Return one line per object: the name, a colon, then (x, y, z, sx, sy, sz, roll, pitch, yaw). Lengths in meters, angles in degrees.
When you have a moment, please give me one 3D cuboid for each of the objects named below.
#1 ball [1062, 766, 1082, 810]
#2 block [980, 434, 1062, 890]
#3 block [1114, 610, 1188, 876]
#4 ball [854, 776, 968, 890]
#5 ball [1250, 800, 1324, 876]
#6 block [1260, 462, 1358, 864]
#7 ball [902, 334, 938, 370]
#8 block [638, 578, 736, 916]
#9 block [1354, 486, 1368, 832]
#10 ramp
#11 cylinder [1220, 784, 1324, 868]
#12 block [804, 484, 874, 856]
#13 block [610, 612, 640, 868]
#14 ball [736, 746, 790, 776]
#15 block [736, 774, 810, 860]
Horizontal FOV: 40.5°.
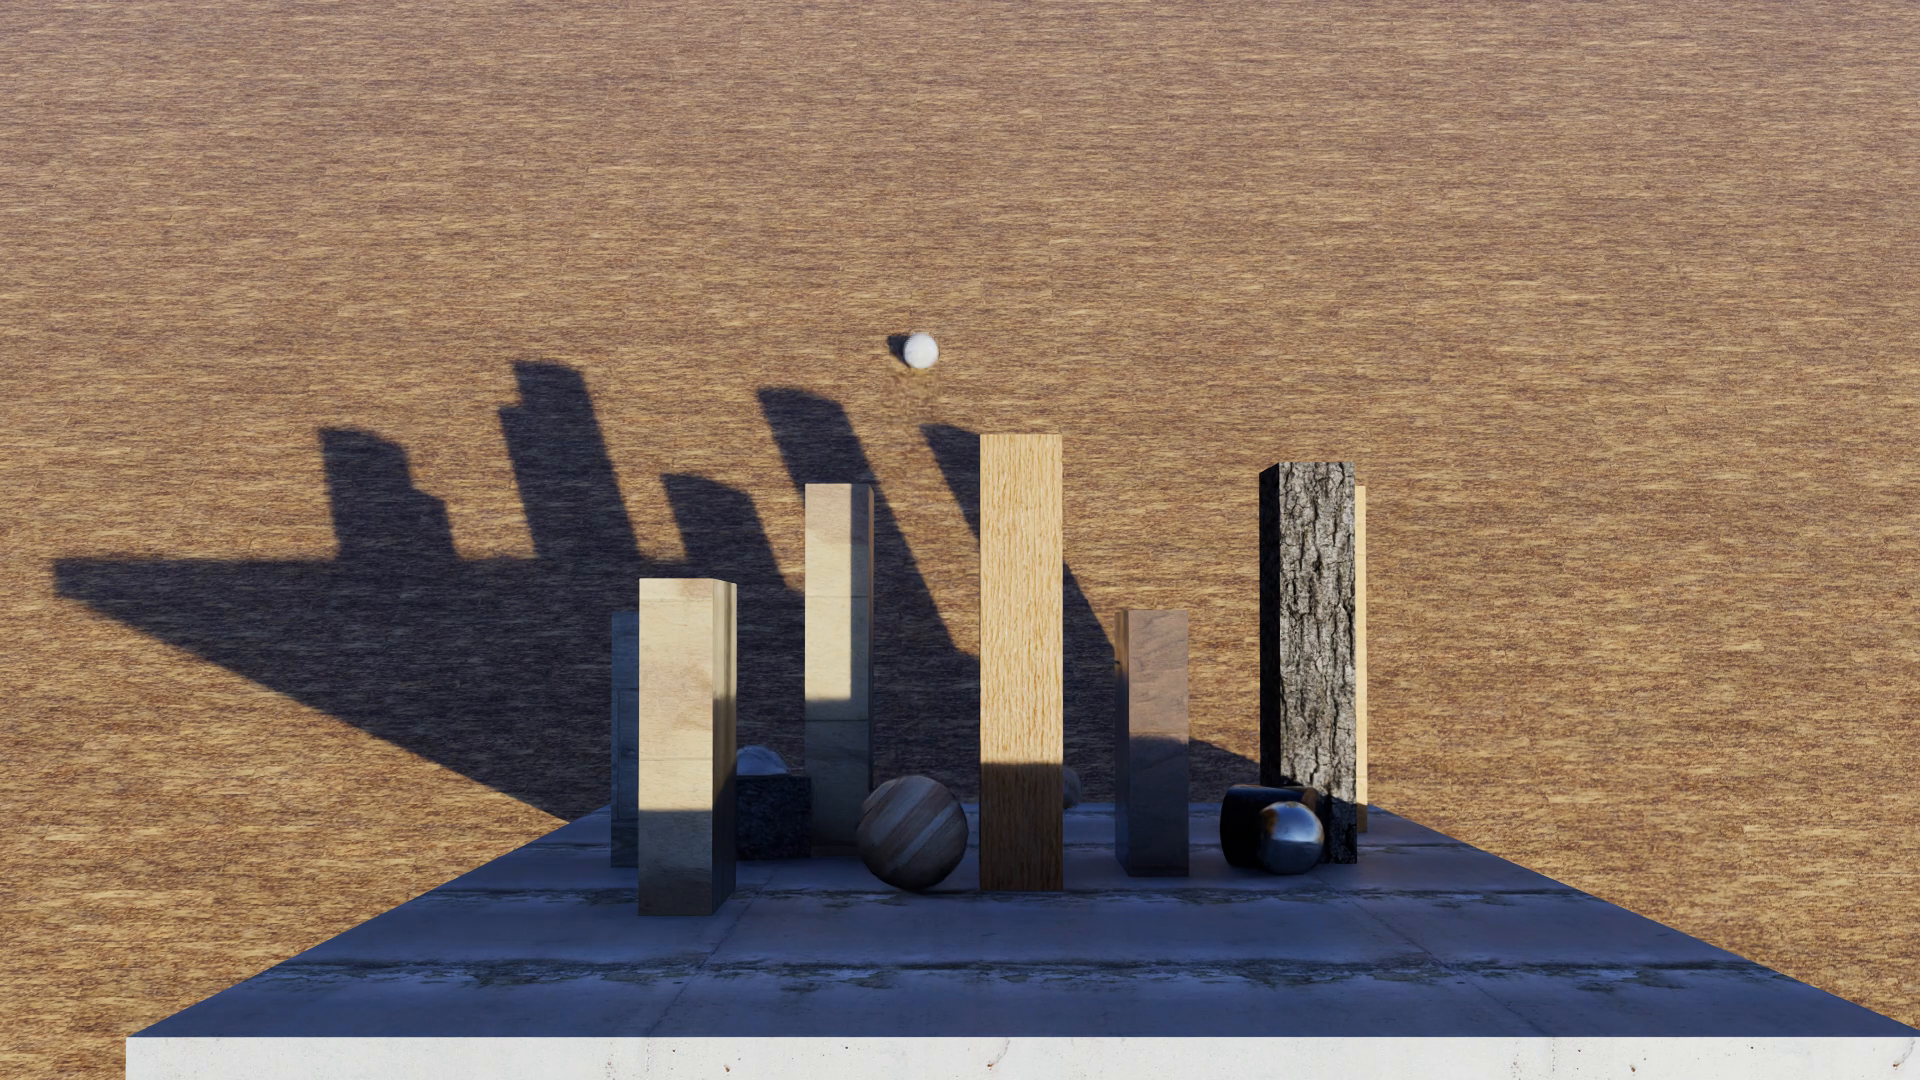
ball: (0.249, 0.626, 6.553, 0.114, 0.114, 0.114, 0, 36, 0)
block: (0.107, 0.217, 4.652, 0.143, 0.794, 0.252, 0, -2, 0)
block: (0.366, 0.382, 4.997, 0.109, 0.490, 0.435, 0, -2, 0)
ball: (-0.084, 0.511, 4.540, 0.198, 0.198, 0.198, 0, 36, 0)
ball: (0.605, 0.551, 4.810, 0.137, 0.137, 0.137, 0, 36, 0)
block: (0.698, 0.244, 5.235, 0.147, 0.781, 0.346, 0, -2, 0)
ball: (-0.132, -0.635, 8.748, 0.119, 0.119, 0.119, 0, 36, 0)
block: (-0.451, 0.336, 4.341, 0.116, 0.534, 0.441, 0, -2, 0)
block: (0.868, 0.275, 6.054, 0.095, 0.780, 0.401, 0, -2, 0)
ramp: (0.079, 0.672, 4.868, 2.000, 0.100, 4.000, 0, -2, 0)
cylinder: (0.599, 0.548, 4.977, 0.155, 0.155, 0.155, -1, 32, 27)
block: (-0.248, 0.266, 5.386, 0.127, 0.748, 0.322, 0, -2, 0)
block: (-0.627, 0.388, 5.150, 0.080, 0.489, 0.352, 0, -2, 0)
ball: (-0.496, 0.585, 6.283, 0.177, 0.177, 0.177, 0, 36, 0)
block: (-0.400, 0.555, 5.216, 0.159, 0.159, 0.159, 1, -2, -22)
